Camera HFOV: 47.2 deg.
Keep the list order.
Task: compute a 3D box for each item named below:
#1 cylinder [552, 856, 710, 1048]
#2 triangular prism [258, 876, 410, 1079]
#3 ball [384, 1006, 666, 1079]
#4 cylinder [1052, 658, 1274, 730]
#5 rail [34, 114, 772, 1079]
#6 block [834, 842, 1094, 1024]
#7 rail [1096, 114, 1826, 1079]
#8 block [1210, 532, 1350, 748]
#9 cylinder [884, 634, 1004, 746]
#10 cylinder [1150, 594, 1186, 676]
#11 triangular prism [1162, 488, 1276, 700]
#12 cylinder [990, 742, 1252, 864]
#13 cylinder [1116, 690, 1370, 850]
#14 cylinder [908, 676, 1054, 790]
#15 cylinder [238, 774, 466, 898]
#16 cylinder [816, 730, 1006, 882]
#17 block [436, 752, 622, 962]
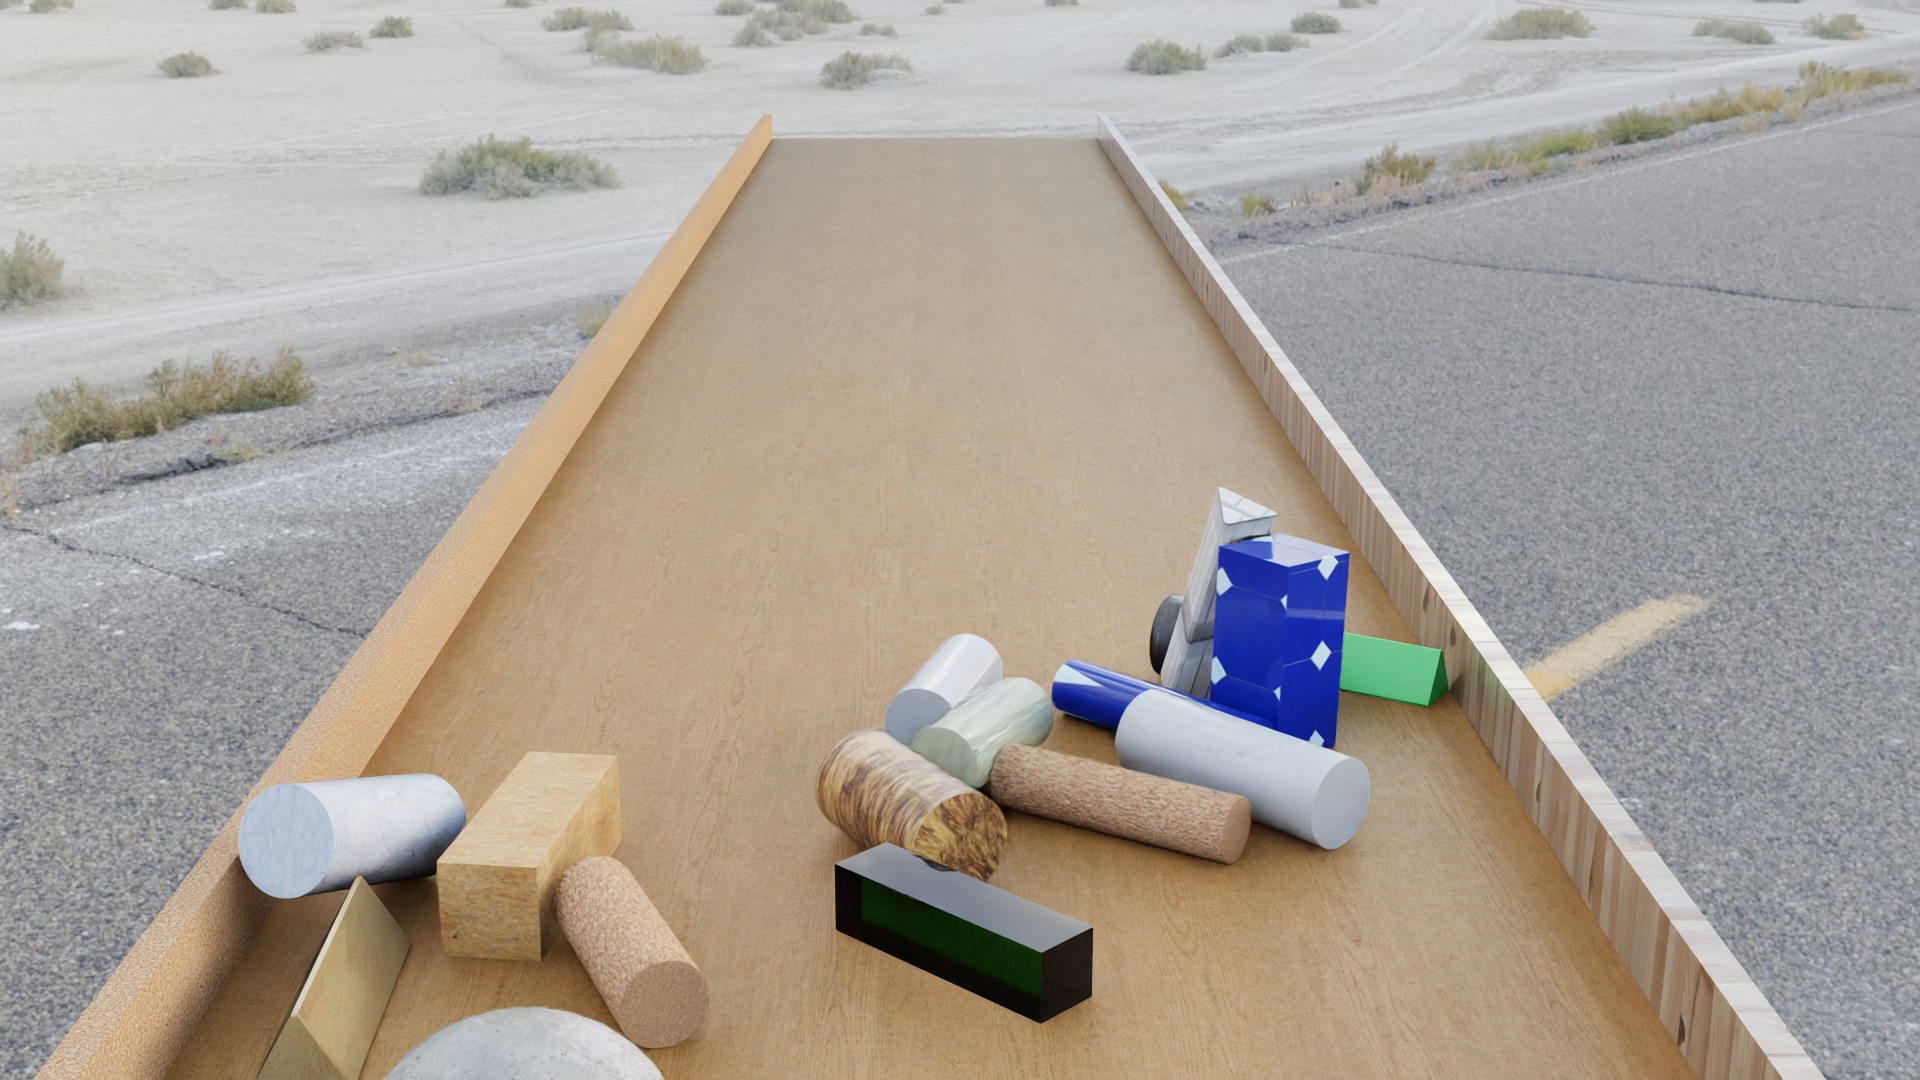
[{"bbox_3d":[-0.466,0.571,3.082,0.127,0.127,0.359,-7,18,-23],"label":"cylinder"},{"bbox_3d":[-0.858,0.599,3.004,0.130,0.112,0.414,-1,17,-3],"label":"triangular prism"},{"bbox_3d":[-0.460,0.677,2.309,0.366,0.366,0.366,0,17,0],"label":"ball"},{"bbox_3d":[0.362,0.318,3.976,0.438,0.105,0.105,16,23,43],"label":"cylinder"},{"bbox_3d":[-1.118,-0.838,7.780,0.050,0.150,12.000,0,17,-1],"label":"rail"},{"bbox_3d":[0.000,0.558,3.161,0.409,0.108,0.108,15,22,42],"label":"block"},{"bbox_3d":[0.932,-0.844,7.801,0.050,0.150,12.000,0,17,-1],"label":"rail"},{"bbox_3d":[0.569,0.192,3.936,0.162,0.363,0.162,-11,20,-39],"label":"block"},{"bbox_3d":[-0.026,0.285,4.030,0.137,0.137,0.306,5,17,15],"label":"cylinder"},{"bbox_3d":[0.549,0.210,4.237,0.329,0.162,0.162,10,19,30],"label":"cylinder"},{"bbox_3d":[0.455,0.107,4.089,0.116,0.434,0.101,-10,40,-30],"label":"triangular prism"},{"bbox_3d":[0.260,0.427,3.599,0.426,0.109,0.109,10,19,31],"label":"cylinder"},{"bbox_3d":[0.468,0.379,3.684,0.153,0.153,0.427,-15,22,-40],"label":"cylinder"},{"bbox_3d":[0.037,0.342,3.789,0.135,0.135,0.349,7,13,22],"label":"cylinder"},{"bbox_3d":[-0.902,0.438,3.290,0.163,0.163,0.346,6,-1,20],"label":"cylinder"},{"bbox_3d":[-0.081,0.429,3.483,0.170,0.170,0.308,-10,19,-30],"label":"cylinder"},{"bbox_3d":[-0.651,0.476,3.368,0.148,0.148,0.425,2,17,7],"label":"block"}]
